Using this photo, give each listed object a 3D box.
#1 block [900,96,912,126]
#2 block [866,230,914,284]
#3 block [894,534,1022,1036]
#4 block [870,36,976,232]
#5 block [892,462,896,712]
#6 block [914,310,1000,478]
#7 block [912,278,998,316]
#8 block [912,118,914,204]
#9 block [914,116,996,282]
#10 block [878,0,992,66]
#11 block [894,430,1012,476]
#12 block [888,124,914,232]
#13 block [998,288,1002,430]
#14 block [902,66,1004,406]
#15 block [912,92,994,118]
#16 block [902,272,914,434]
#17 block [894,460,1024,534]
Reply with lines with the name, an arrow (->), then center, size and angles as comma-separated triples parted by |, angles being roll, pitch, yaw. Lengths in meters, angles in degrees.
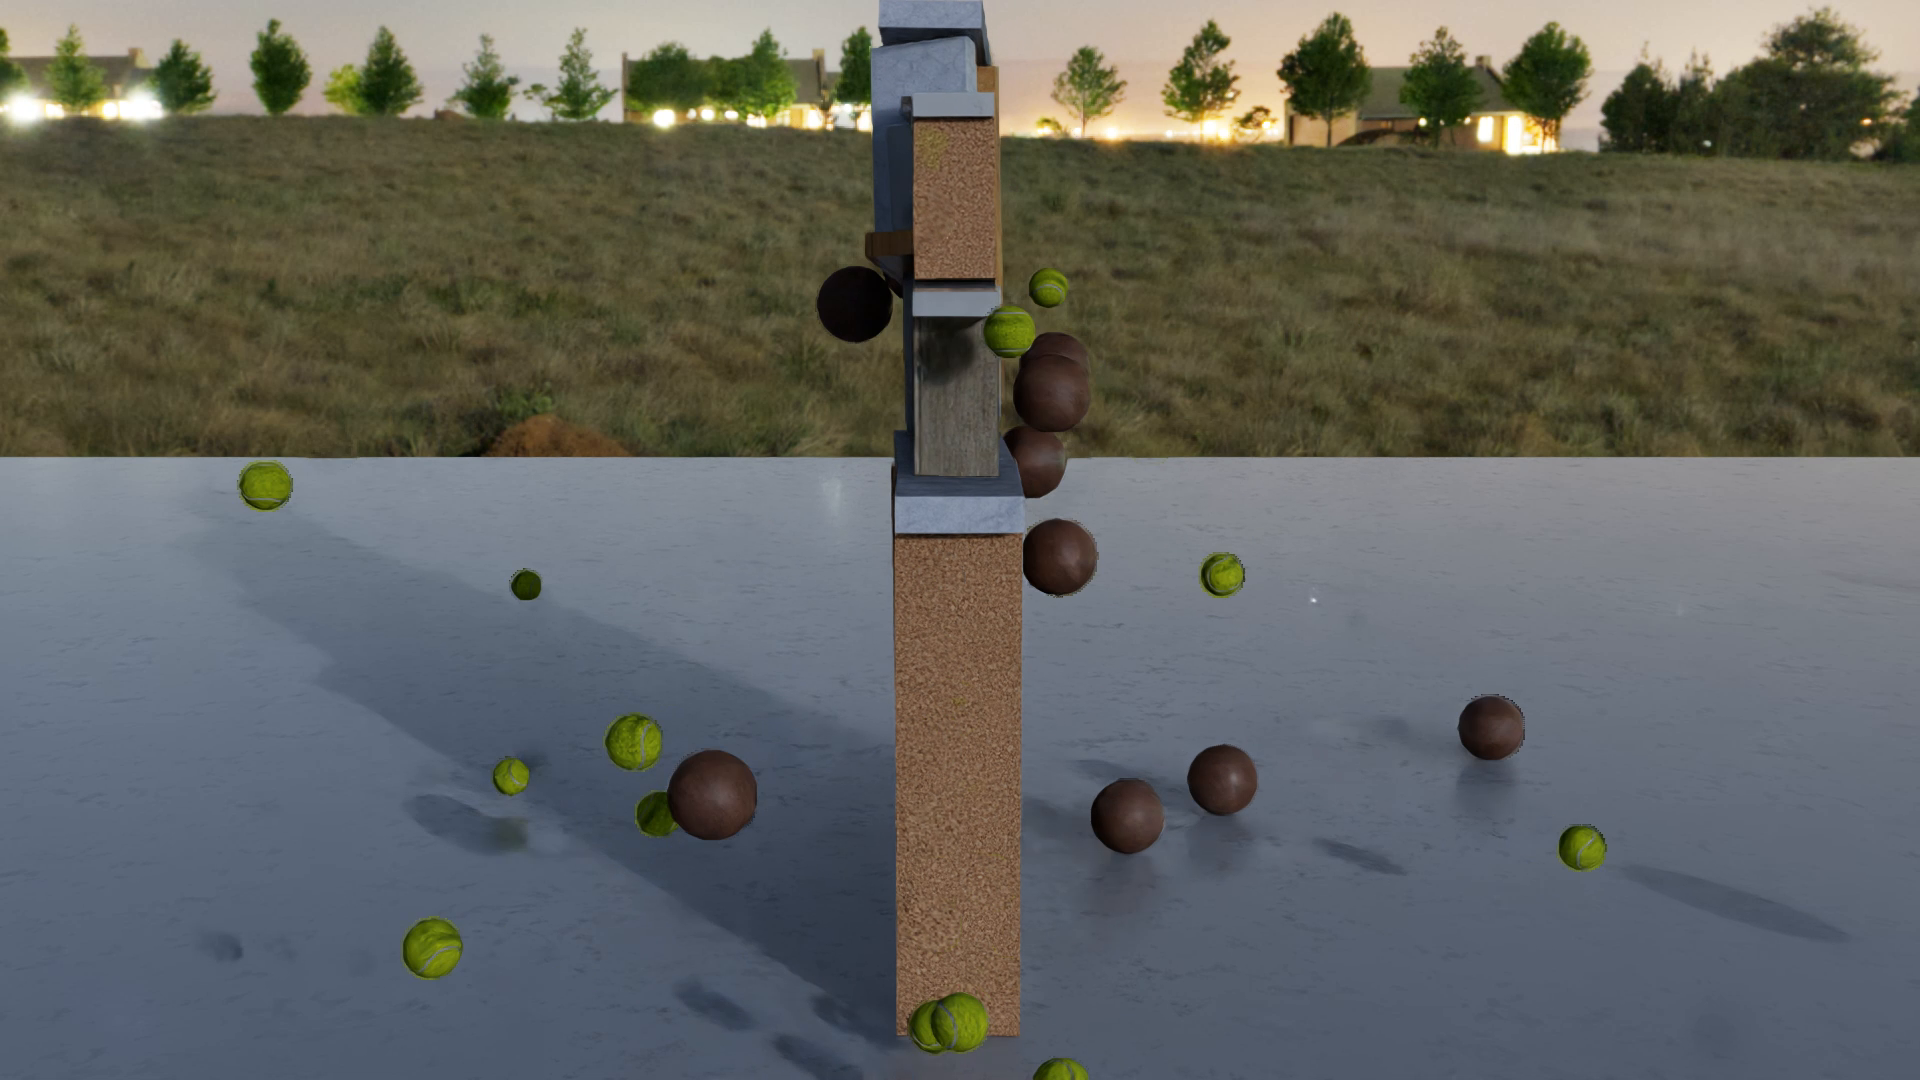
block -> -0.031, -0.639, 3.334 | 0.085, 0.024, 0.171 | -5, 27, -12
block -> -0.047, -0.439, 3.465 | 0.132, 0.037, 0.265 | -2, -6, 14
block -> -0.002, 0.336, 3.053 | 0.173, 0.724, 0.049 | 0, 10, 1
block -> -0.055, -0.621, 3.461 | 0.161, 0.321, 0.046 | -3, -5, 20
block -> -0.023, 0.106, 3.598 | 0.172, 0.466, 0.049 | -1, 11, -1
block -> -0.005, -0.206, 3.079 | 0.117, 0.233, 0.033 | 1, 12, 5
block -> -0.008, -0.340, 3.075 | 0.117, 0.033, 0.233 | 0, 11, -1
block -> -0.011, -0.503, 3.245 | 0.114, 0.236, 0.032 | -2, 7, -7
block -> -0.008, -0.481, 3.109 | 0.114, 0.229, 0.032 | 0, -2, -1
block -> -0.036, -0.794, 3.573 | 0.161, 0.046, 0.321 | 2, -8, 4
block -> -0.015, -0.126, 3.435 | 0.172, 0.049, 0.344 | -1, 10, -2
block -> -0.064, -0.554, 3.391 | 0.085, 0.171, 0.024 | -3, -1, 19
block -> 0.000, -0.218, 3.616 | 0.132, 0.434, 0.037 | 0, 37, 0
block -> -0.014, -0.496, 3.616 | 0.161, 0.549, 0.046 | 1, 13, 10
block -> -0.012, -0.629, 3.180 | 0.114, 0.032, 0.229 | -1, 11, -2
block -> -0.022, -0.296, 3.493 | 0.132, 0.265, 0.037 | -1, 27, 0
block -> -0.002, -0.064, 3.092 | 0.173, 0.049, 0.346 | 0, 10, 0
